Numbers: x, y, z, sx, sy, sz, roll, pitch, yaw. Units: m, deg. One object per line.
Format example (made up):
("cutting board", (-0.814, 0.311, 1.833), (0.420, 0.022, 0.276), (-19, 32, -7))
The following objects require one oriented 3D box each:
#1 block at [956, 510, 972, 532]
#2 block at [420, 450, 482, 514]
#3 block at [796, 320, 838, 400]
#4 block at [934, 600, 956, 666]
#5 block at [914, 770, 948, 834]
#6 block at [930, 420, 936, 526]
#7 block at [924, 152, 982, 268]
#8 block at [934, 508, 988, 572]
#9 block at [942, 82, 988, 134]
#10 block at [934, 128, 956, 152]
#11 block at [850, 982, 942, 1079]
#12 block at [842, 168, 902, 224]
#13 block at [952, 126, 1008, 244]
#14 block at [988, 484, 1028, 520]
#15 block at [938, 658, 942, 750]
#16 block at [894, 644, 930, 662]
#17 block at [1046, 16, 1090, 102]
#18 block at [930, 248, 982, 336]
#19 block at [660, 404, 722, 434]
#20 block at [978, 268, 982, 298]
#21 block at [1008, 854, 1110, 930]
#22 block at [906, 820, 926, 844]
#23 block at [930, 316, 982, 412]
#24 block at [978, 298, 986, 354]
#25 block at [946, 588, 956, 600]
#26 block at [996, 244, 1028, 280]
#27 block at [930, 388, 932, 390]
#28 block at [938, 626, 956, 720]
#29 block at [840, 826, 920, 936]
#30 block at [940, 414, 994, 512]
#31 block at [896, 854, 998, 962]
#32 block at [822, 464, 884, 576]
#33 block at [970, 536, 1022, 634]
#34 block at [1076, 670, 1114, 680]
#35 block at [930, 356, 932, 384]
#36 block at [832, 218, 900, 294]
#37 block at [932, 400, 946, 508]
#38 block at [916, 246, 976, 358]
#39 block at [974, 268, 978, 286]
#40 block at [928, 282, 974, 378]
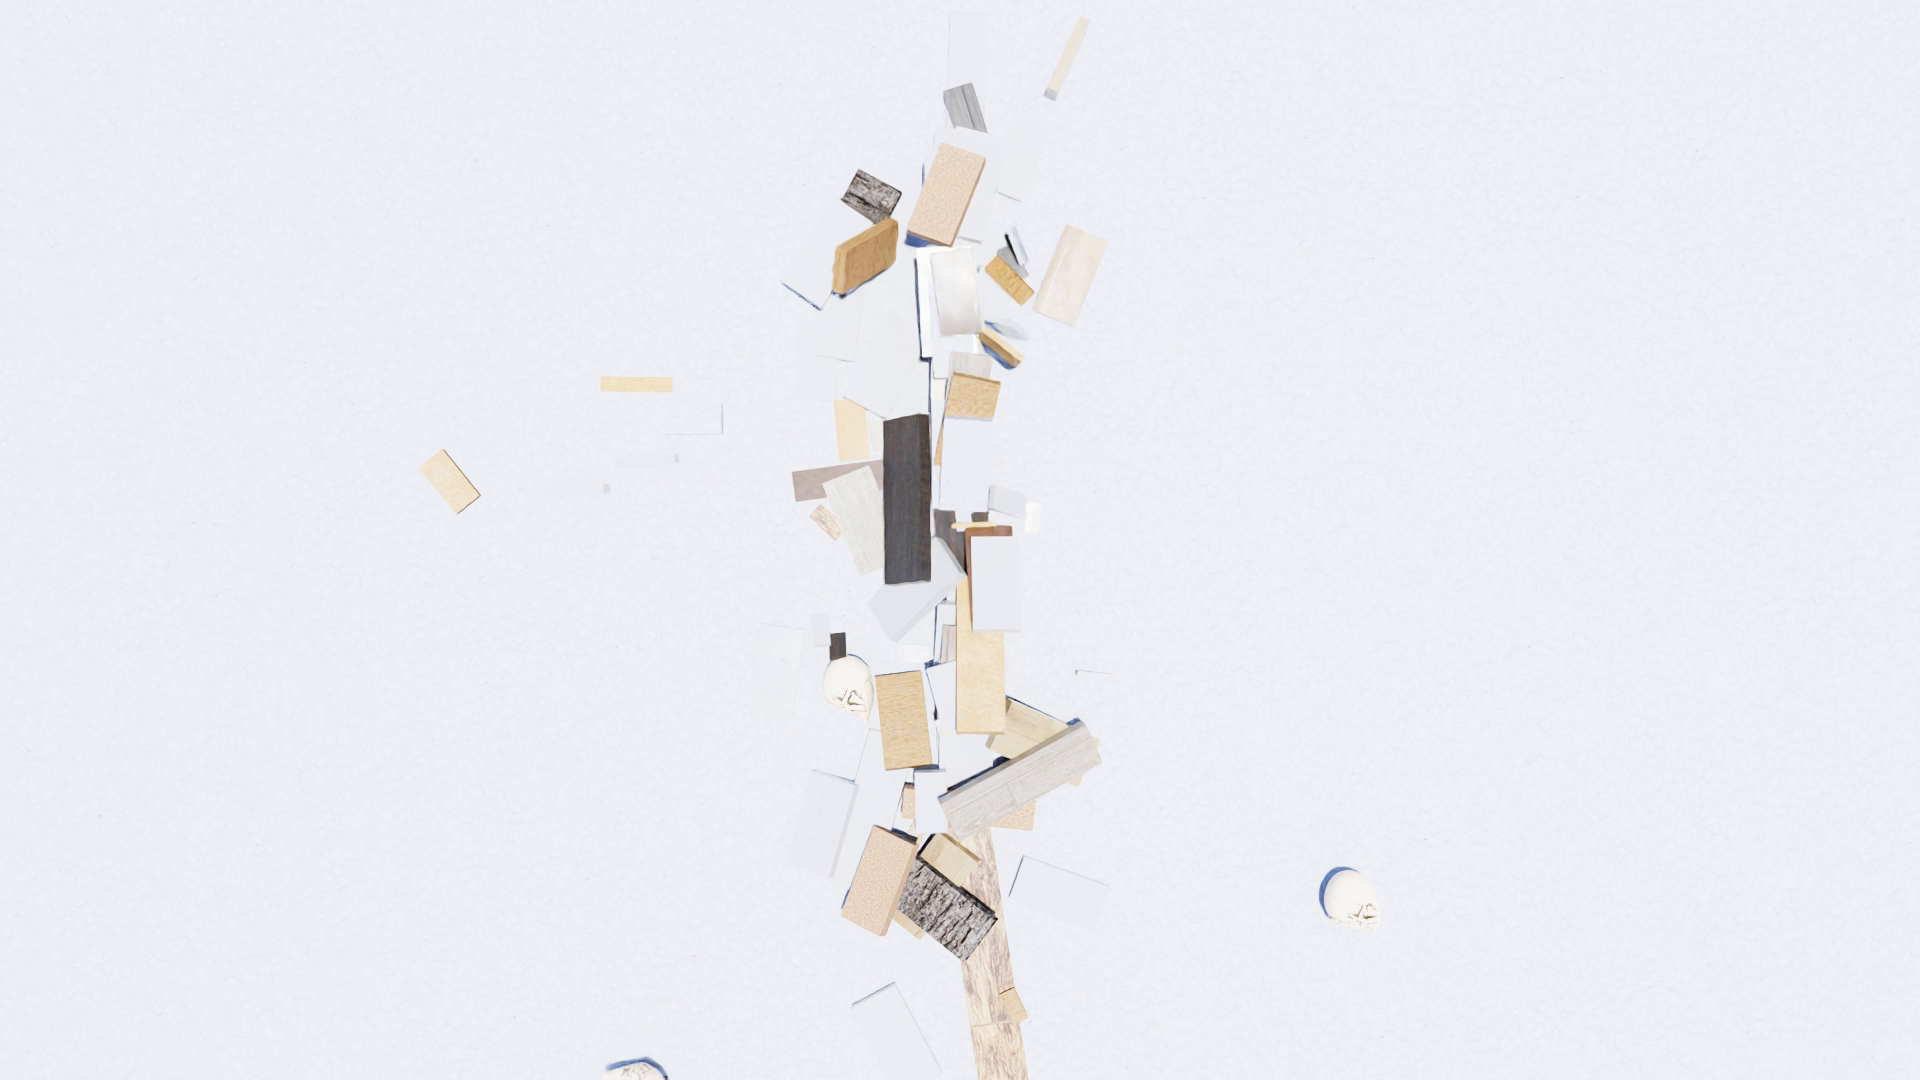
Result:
("block", (0.011, -0.079, 5.380), (0.049, 0.014, 0.099), (-5, 108, 1))
("block", (-1.696, -0.194, 5.486), (0.099, 0.028, 0.198), (-39, 90, 0))
("block", (-0.475, -0.597, 5.481), (0.132, 0.037, 0.264), (1, 90, 0))
("block", (-0.005, 0.352, 5.426), (0.153, 0.043, 0.307), (4, 109, -1))
("block", (-0.094, 0.855, 5.391), (0.103, 0.029, 0.206), (-1, 101, 0))
("block", (-0.006, -0.222, 5.419), (0.175, 0.049, 0.349), (-2, 108, 0))
("block", (-0.023, -1.067, 5.338), (0.172, 0.049, 0.377), (-2, 86, 0))
("block", (0.008, -0.050, 5.422), (0.175, 0.049, 0.349), (-2, 108, 0))
("block", (0.022, -1.398, 5.449), (0.101, 0.029, 0.203), (-17, 90, 0))
("block", (-0.038, -1.246, 5.403), (0.101, 0.029, 0.203), (5, 79, 2))
("block", (-0.211, 1.657, 5.477), (0.165, 0.047, 0.330), (-28, 90, 0))
("block", (-0.340, -1.040, 5.440), (0.162, 0.046, 0.324), (28, 90, 0))
("block", (0.031, -1.138, 5.294), (0.172, 0.049, 0.344), (14, 86, 1))
("block", (0.159, -0.125, 5.428), (0.023, 0.162, 0.081), (-3, 76, 44))
("block", (0.003, 0.539, 5.436), (0.153, 0.043, 0.307), (1, 106, 0))
("block", (-0.158, 0.377, 5.492), (0.113, 0.016, 0.057), (4, 90, 0))
("block", (0.354, -1.584, 5.436), (0.036, 0.128, 0.256), (24, 90, 0))
("block", (-0.011, -0.781, 5.203), (0.132, 0.037, 0.264), (-7, 95, 1))
("block", (-0.893, -0.403, 5.486), (0.203, 0.029, 0.102), (0, 90, 0))
("block", (-0.002, -0.844, 5.455), (0.143, 0.041, 0.286), (0, 97, 1))
("block", (0.330, 1.170, 5.479), (0.301, 0.043, 0.150), (20, 90, 0))
("block", (-0.147, 0.982, 5.492), (0.055, 0.016, 0.110), (28, 90, 0))
("block", (-0.013, -0.570, 5.349), (0.157, 0.045, 0.315), (1, 93, 0))
("block", (0.007, -0.658, 5.443), (0.143, 0.041, 0.286), (2, 105, 0))
("block", (-0.003, 0.216, 5.418), (0.081, 0.023, 0.163), (0, 107, 0))
("block", (0.175, -0.921, 5.491), (0.062, 0.018, 0.124), (-26, 90, 0))
("block", (-0.014, -0.341, 5.437), (0.157, 0.045, 0.315), (-1, 105, 0))
("block", (0.013, 0.434, 5.349), (0.153, 0.043, 0.307), (4, 88, 0))
("block", (-0.262, 1.113, 5.386), (0.158, 0.045, 0.317), (21, 91, 26))
("block", (0.019, -0.241, 5.218), (0.152, 0.043, 0.304), (4, 113, 1))
("block", (-0.067, 1.200, 5.388), (0.347, 0.049, 0.174), (37, 98, 8))
("block", (-0.316, -0.065, 5.457), (0.166, 0.047, 0.331), (-22, 97, 0))
("block", (0.115, 0.142, 5.271), (0.155, 0.044, 0.310), (0, 70, -3))
("block", (0.449, 0.449, 5.469), (0.122, 0.061, 0.017), (6, 90, 0))
("block", (-0.017, -0.546, 5.429), (0.157, 0.045, 0.315), (-1, 105, 1))
("block", (-0.304, -0.921, 5.338), (0.043, 0.303, 0.152), (25, 129, 22))
("block", (-0.002, -0.277, 5.316), (0.175, 0.049, 0.349), (0, 93, 0))
("block", (-0.043, -0.764, 5.286), (0.172, 0.049, 0.344), (-3, 95, 0))
("block", (-0.013, -0.913, 5.378), (0.143, 0.041, 0.286), (2, 76, 1))
("block", (-0.025, -0.671, 5.251), (0.132, 0.037, 0.303), (-3, 95, 0))
